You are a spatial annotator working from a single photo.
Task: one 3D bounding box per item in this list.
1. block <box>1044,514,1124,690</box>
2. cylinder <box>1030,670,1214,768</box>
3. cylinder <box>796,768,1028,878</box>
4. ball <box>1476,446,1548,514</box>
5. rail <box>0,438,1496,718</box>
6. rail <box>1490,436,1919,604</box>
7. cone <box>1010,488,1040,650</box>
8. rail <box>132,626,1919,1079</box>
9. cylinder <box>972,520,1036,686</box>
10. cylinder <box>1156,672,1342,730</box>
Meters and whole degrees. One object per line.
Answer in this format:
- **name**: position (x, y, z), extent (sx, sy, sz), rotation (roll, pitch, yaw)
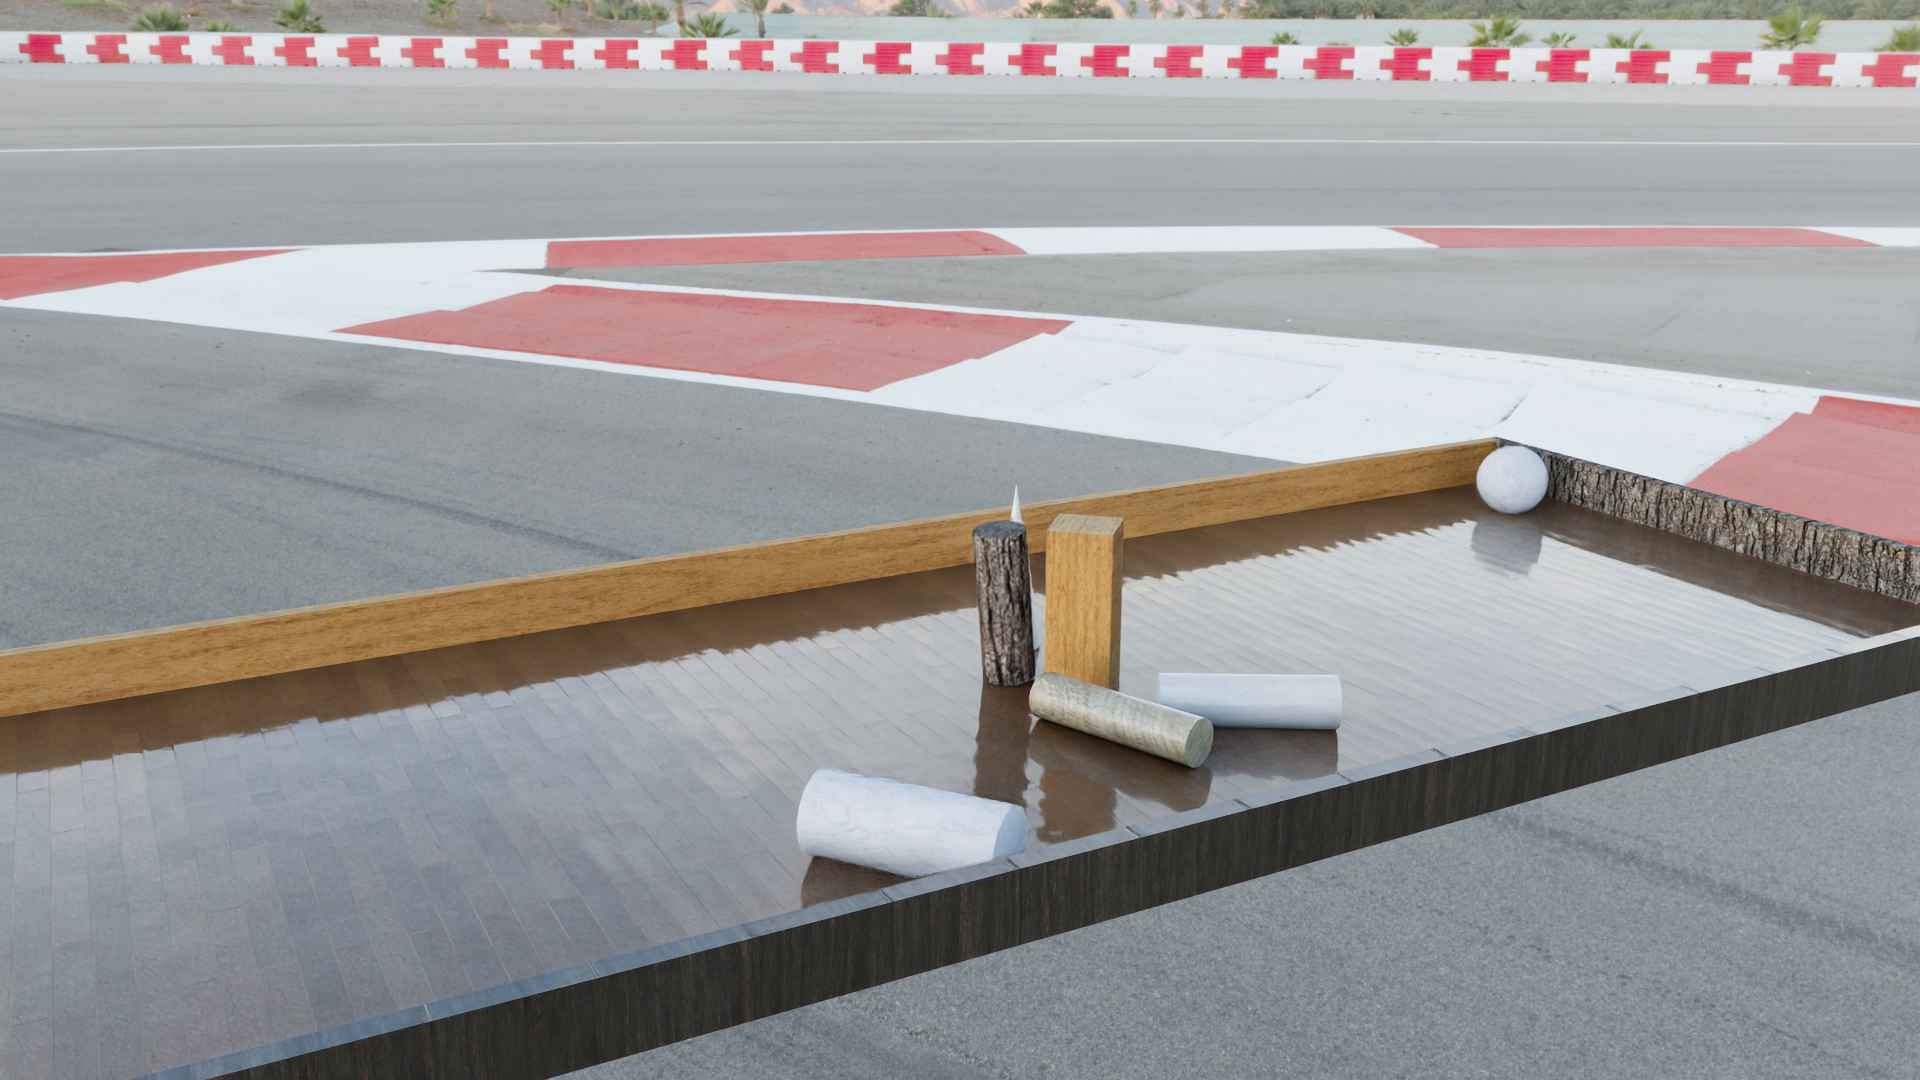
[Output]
- **block**: position (0.307, 0.160, 4.077), extent (0.161, 0.413, 0.161), rotation (4, 17, 14)
- **cylinder**: position (0.363, 0.406, 3.772), extent (0.437, 0.113, 0.113), rotation (14, 21, 39)
- **cylinder**: position (-0.092, 0.556, 3.158), extent (0.408, 0.172, 0.172), rotation (7, 18, 24)
- **ball**: position (1.891, -0.207, 5.645), extent (0.234, 0.234, 0.234), rotation (0, 16, 0)
- **rail**: position (-3.305, 0.497, 3.399), extent (12.000, 0.150, 0.050), rotation (-9, 18, -27)
- **rail**: position (2.466, -0.048, 5.253), extent (0.050, 0.150, 2.100), rotation (-9, 18, -27)
- **cone**: position (0.147, 0.065, 4.351), extent (0.139, 0.442, 0.139), rotation (0, 16, 0)
- **rail**: position (-2.336, 1.006, 1.665), extent (12.000, 0.150, 0.050), rotation (-9, 18, -27)
- **cylinder**: position (0.111, 0.158, 4.104), extent (0.132, 0.392, 0.132), rotation (-4, 20, 1)
- **cylinder**: position (0.671, 0.376, 3.852), extent (0.415, 0.126, 0.126), rotation (1, 16, 2)
